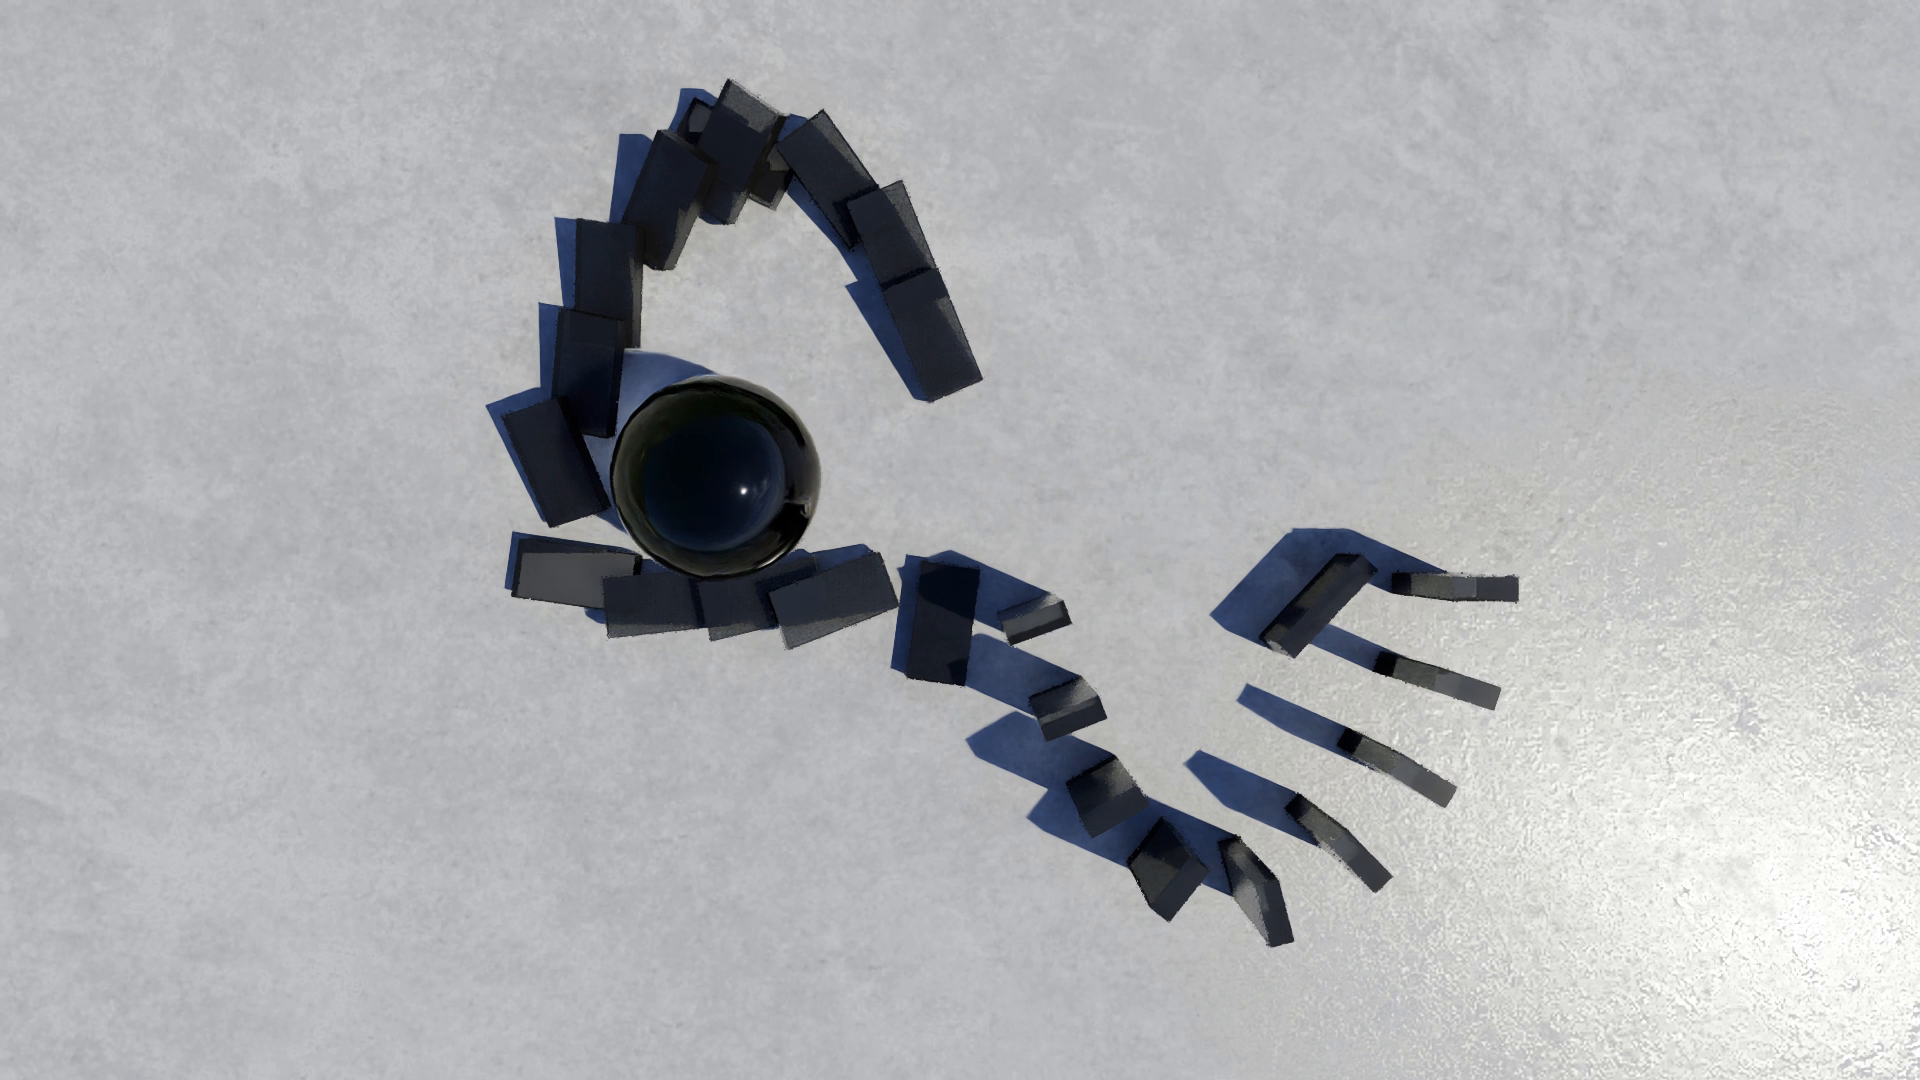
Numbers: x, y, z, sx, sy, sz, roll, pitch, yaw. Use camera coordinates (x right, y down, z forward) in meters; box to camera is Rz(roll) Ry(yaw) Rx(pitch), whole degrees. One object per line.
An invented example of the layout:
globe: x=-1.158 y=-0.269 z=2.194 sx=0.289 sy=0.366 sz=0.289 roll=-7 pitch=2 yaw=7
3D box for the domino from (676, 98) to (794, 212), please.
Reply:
domino: x=-0.097 y=-0.166 z=0.395 sx=0.050 sy=0.009 sz=0.025 roll=28 pitch=90 yaw=0

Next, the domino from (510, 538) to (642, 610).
domino: x=-0.165 y=0.015 z=0.395 sx=0.050 sy=0.009 sz=0.025 roll=8 pitch=90 yaw=0

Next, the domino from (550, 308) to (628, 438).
domino: x=-0.158 y=-0.071 z=0.389 sx=0.025 sy=0.010 sz=0.050 roll=12 pitch=105 yaw=0

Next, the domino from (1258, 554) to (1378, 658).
domino: x=0.151 y=0.027 z=0.388 sx=0.009 sy=0.025 sz=0.050 roll=44 pitch=90 yaw=0

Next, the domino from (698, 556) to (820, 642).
domino: x=-0.083 y=0.025 z=0.389 sx=0.050 sy=0.009 sz=0.025 roll=-13 pitch=90 yaw=-14

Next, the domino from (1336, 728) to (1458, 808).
domino: x=0.177 y=0.092 z=0.375 sx=0.025 sy=0.050 sz=0.009 roll=31 pitch=90 yaw=0

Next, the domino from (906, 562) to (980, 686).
domino: x=-0.007 y=0.036 z=0.395 sx=0.025 sy=0.010 sz=0.050 roll=8 pitch=90 yaw=0

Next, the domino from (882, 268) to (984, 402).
domino: x=-0.012 y=-0.087 z=0.389 sx=0.025 sy=0.010 sz=0.050 roll=-23 pitch=104 yaw=0

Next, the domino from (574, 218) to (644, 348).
domino: x=-0.149 y=-0.108 z=0.389 sx=0.025 sy=0.010 sz=0.050 roll=8 pitch=106 yaw=1

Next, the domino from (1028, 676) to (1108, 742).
domino: x=0.043 y=0.068 z=0.375 sx=0.025 sy=0.050 sz=0.009 roll=-21 pitch=90 yaw=0

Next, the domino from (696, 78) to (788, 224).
domino: x=-0.095 y=-0.161 z=0.382 sx=0.025 sy=0.010 sz=0.050 roll=34 pitch=113 yaw=-3

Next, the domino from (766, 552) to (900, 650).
domino: x=-0.053 y=0.025 z=0.387 sx=0.050 sy=0.010 sz=0.025 roll=-21 pitch=92 yaw=-19

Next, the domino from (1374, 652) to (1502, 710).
domino: x=0.194 y=0.057 z=0.375 sx=0.025 sy=0.050 sz=0.009 roll=18 pitch=90 yaw=0

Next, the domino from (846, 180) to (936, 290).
domino: x=-0.026 y=-0.123 z=0.389 sx=0.025 sy=0.009 sz=0.050 roll=-23 pitch=105 yaw=0

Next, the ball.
ball: x=-0.095 y=-0.024 z=0.360 sx=0.080 sy=0.080 sz=0.080 roll=0 pitch=90 yaw=0

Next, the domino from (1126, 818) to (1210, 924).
domino: x=0.084 y=0.134 z=0.375 sx=0.009 sy=0.050 sz=0.025 roll=38 pitch=90 yaw=0

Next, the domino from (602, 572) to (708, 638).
domino: x=-0.124 y=0.026 z=0.389 sx=0.050 sy=0.009 sz=0.025 roll=-5 pitch=90 yaw=-14

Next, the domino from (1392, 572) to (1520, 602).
domino: x=0.201 y=0.019 z=0.375 sx=0.025 sy=0.050 sz=0.010 roll=0 pitch=90 yaw=0

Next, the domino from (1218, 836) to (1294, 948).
domino: x=0.120 y=0.143 z=0.375 sx=0.009 sy=0.050 sz=0.025 roll=-15 pitch=90 yaw=0

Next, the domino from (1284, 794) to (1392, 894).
domino: x=0.153 y=0.123 z=0.375 sx=0.009 sy=0.050 sz=0.025 roll=-44 pitch=90 yaw=0

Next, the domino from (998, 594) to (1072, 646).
domino: x=0.029 y=0.032 z=0.375 sx=0.025 sy=0.050 sz=0.010 roll=-20 pitch=90 yaw=0

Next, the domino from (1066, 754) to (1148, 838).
domino: x=0.059 y=0.104 z=0.375 sx=0.025 sy=0.050 sz=0.010 roll=-30 pitch=90 yaw=0

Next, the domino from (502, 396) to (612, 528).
domino: x=-0.171 y=-0.033 z=0.389 sx=0.025 sy=0.010 sz=0.050 roll=-17 pitch=103 yaw=4

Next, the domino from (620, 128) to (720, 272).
domino: x=-0.123 y=-0.142 z=0.384 sx=0.025 sy=0.010 sz=0.050 roll=36 pitch=117 yaw=0

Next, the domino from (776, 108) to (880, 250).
domino: x=-0.052 y=-0.153 z=0.390 sx=0.025 sy=0.009 sz=0.050 roll=-37 pitch=103 yaw=0
